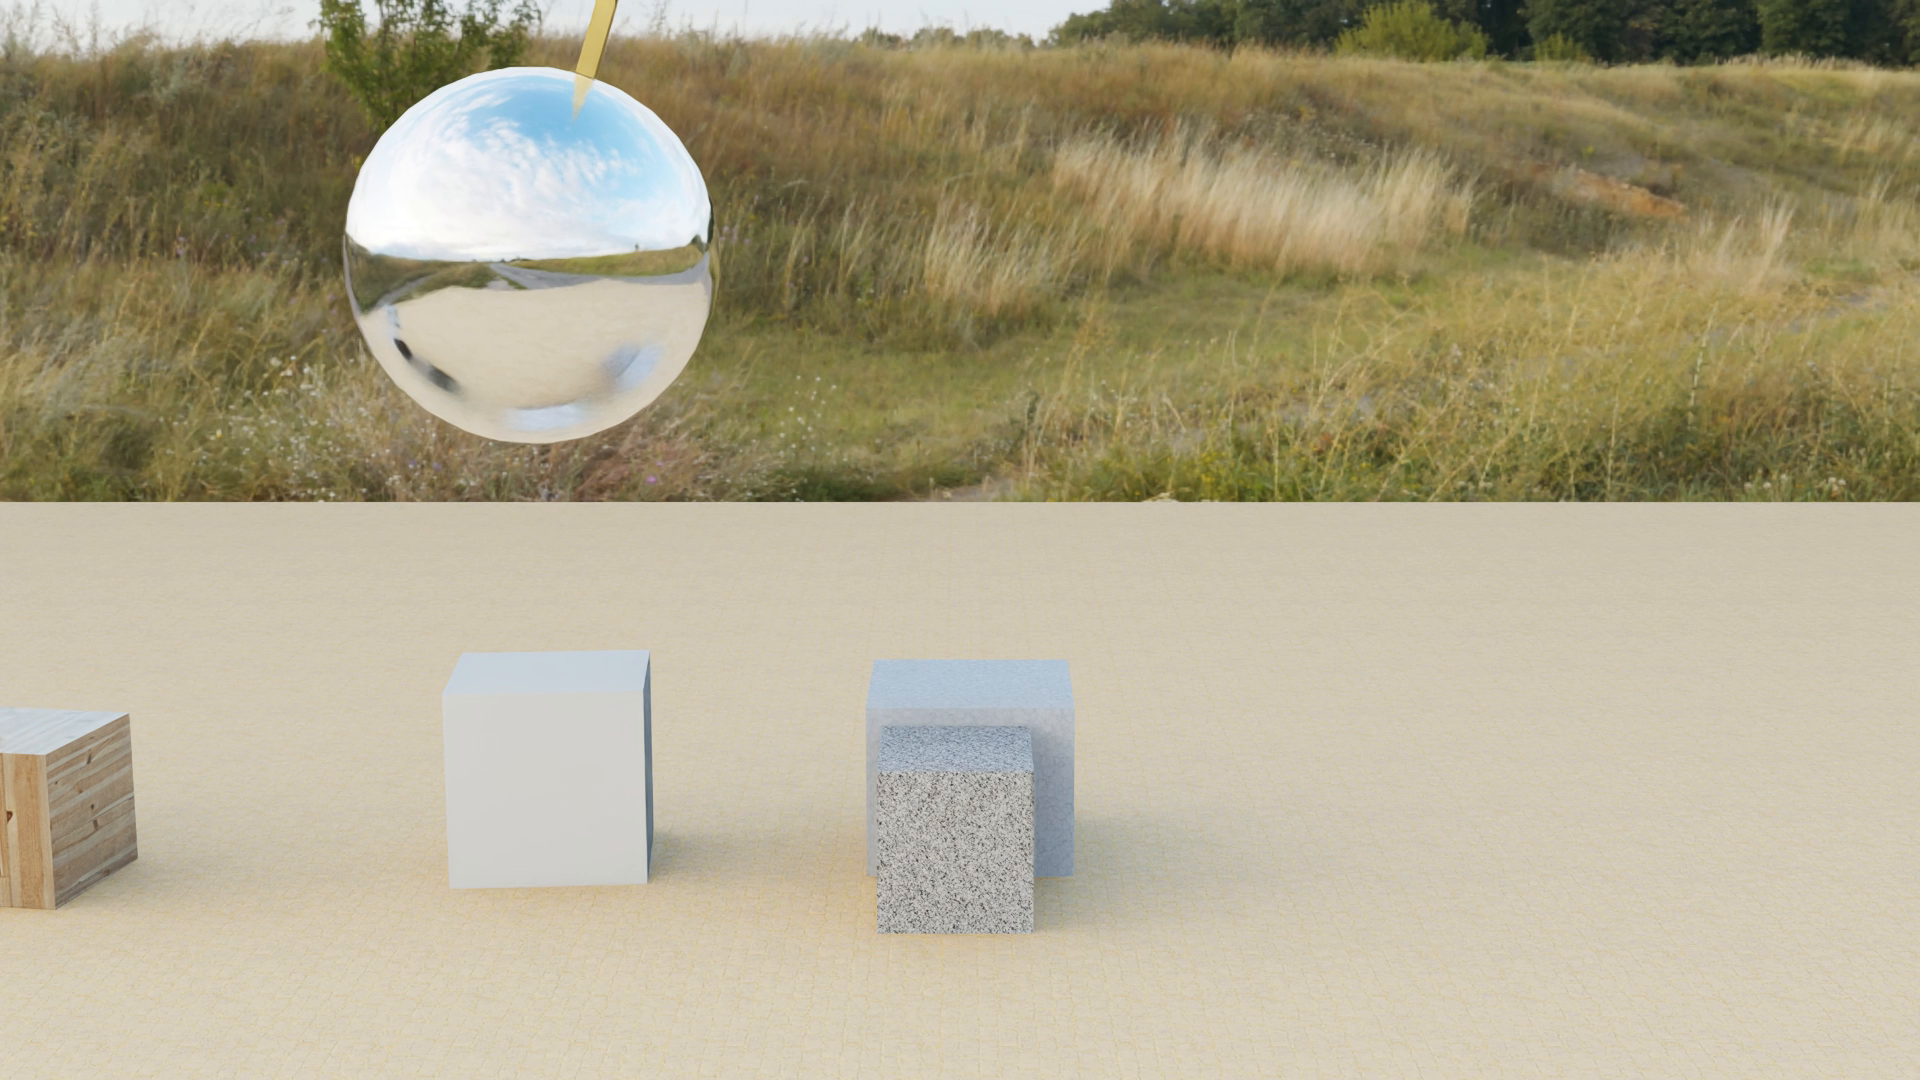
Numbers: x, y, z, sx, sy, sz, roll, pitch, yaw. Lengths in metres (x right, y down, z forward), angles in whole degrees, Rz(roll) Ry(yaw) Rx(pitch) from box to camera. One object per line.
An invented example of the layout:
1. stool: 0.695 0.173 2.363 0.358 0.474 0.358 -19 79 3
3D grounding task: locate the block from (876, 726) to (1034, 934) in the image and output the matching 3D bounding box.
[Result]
1. block: -0.020 1.221 10.916 0.645 0.692 0.744 0 10 0

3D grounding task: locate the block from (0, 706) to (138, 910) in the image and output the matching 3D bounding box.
1. block: -4.141 1.163 11.262 0.724 0.682 0.736 2 10 9

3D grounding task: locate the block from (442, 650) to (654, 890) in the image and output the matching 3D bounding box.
1. block: -1.833 1.016 11.542 0.859 0.872 0.806 -1 10 -5

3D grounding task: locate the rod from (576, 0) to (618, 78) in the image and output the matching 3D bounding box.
1. rod: -0.789 -4.398 10.381 0.080 5.200 0.080 17 10 -3

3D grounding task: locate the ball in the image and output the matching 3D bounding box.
1. ball: -1.821 -1.211 10.960 1.600 1.600 1.600 0 10 0

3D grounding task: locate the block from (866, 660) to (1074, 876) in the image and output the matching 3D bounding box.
1. block: 0.048 1.029 11.762 0.916 0.768 0.947 0 10 0
